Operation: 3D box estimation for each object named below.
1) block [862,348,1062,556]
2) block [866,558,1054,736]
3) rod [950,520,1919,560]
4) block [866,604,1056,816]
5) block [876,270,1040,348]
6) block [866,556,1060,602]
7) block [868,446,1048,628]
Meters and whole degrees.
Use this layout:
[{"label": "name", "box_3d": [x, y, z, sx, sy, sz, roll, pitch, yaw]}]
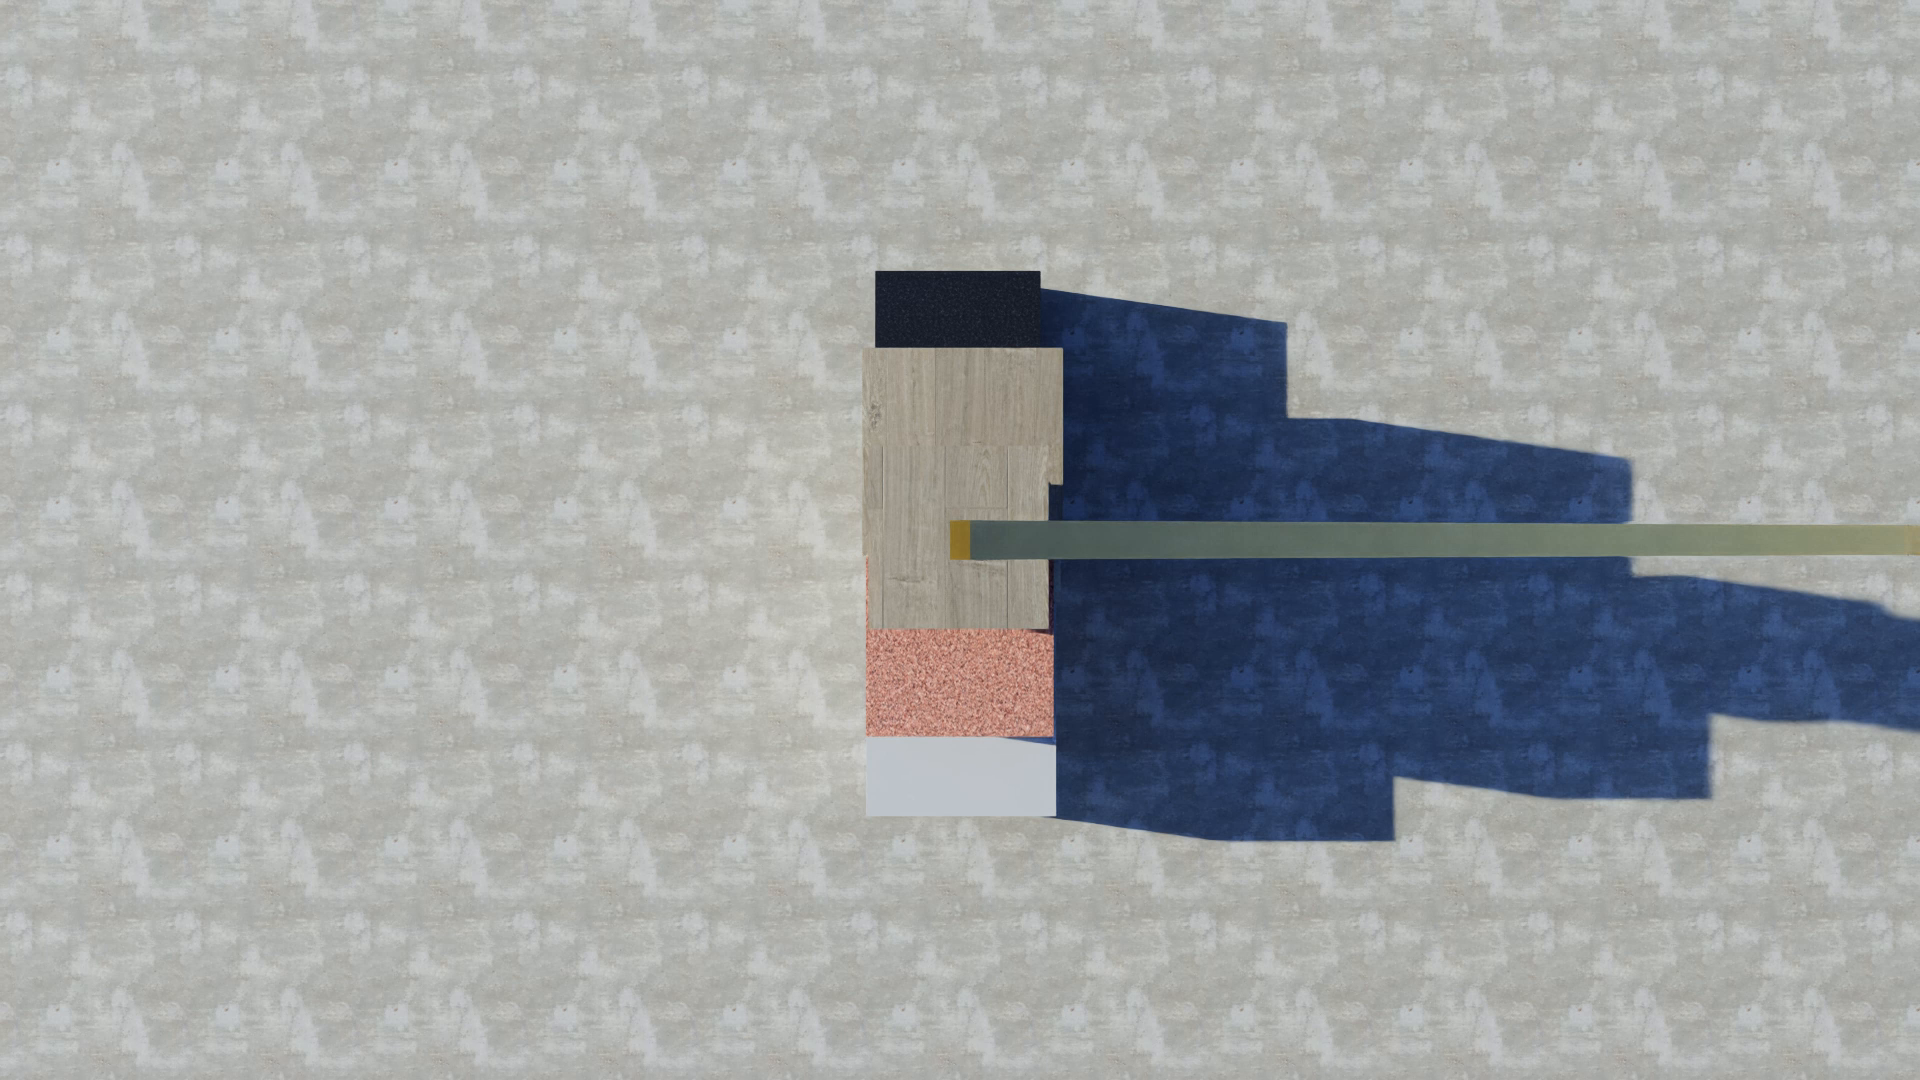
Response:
[{"label": "block", "box_3d": [0.013, -0.446, 11.589, 1.016, 0.908, 1.055, 0, 90, 0]}, {"label": "block", "box_3d": [-0.002, 0.531, 11.372, 0.926, 1.041, 0.882, 0, 90, 0]}, {"label": "rod", "box_3d": [2.234, 0.000, 5.816, 5.200, 0.080, 0.080, 0, 90, -31]}, {"label": "block", "box_3d": [0.007, 0.921, 12.447, 1.025, 1.107, 1.146, 0, 90, 0]}, {"label": "block", "box_3d": [-0.011, -1.064, 12.598, 0.919, 0.803, 0.860, 0, 90, 0]}, {"label": "block", "box_3d": [0.017, -0.143, 12.521, 1.068, 0.957, 0.963, 0, 90, 0]}, {"label": "block", "box_3d": [-0.006, -0.009, 9.193, 0.722, 0.767, 0.732, 0, 90, 0]}]
